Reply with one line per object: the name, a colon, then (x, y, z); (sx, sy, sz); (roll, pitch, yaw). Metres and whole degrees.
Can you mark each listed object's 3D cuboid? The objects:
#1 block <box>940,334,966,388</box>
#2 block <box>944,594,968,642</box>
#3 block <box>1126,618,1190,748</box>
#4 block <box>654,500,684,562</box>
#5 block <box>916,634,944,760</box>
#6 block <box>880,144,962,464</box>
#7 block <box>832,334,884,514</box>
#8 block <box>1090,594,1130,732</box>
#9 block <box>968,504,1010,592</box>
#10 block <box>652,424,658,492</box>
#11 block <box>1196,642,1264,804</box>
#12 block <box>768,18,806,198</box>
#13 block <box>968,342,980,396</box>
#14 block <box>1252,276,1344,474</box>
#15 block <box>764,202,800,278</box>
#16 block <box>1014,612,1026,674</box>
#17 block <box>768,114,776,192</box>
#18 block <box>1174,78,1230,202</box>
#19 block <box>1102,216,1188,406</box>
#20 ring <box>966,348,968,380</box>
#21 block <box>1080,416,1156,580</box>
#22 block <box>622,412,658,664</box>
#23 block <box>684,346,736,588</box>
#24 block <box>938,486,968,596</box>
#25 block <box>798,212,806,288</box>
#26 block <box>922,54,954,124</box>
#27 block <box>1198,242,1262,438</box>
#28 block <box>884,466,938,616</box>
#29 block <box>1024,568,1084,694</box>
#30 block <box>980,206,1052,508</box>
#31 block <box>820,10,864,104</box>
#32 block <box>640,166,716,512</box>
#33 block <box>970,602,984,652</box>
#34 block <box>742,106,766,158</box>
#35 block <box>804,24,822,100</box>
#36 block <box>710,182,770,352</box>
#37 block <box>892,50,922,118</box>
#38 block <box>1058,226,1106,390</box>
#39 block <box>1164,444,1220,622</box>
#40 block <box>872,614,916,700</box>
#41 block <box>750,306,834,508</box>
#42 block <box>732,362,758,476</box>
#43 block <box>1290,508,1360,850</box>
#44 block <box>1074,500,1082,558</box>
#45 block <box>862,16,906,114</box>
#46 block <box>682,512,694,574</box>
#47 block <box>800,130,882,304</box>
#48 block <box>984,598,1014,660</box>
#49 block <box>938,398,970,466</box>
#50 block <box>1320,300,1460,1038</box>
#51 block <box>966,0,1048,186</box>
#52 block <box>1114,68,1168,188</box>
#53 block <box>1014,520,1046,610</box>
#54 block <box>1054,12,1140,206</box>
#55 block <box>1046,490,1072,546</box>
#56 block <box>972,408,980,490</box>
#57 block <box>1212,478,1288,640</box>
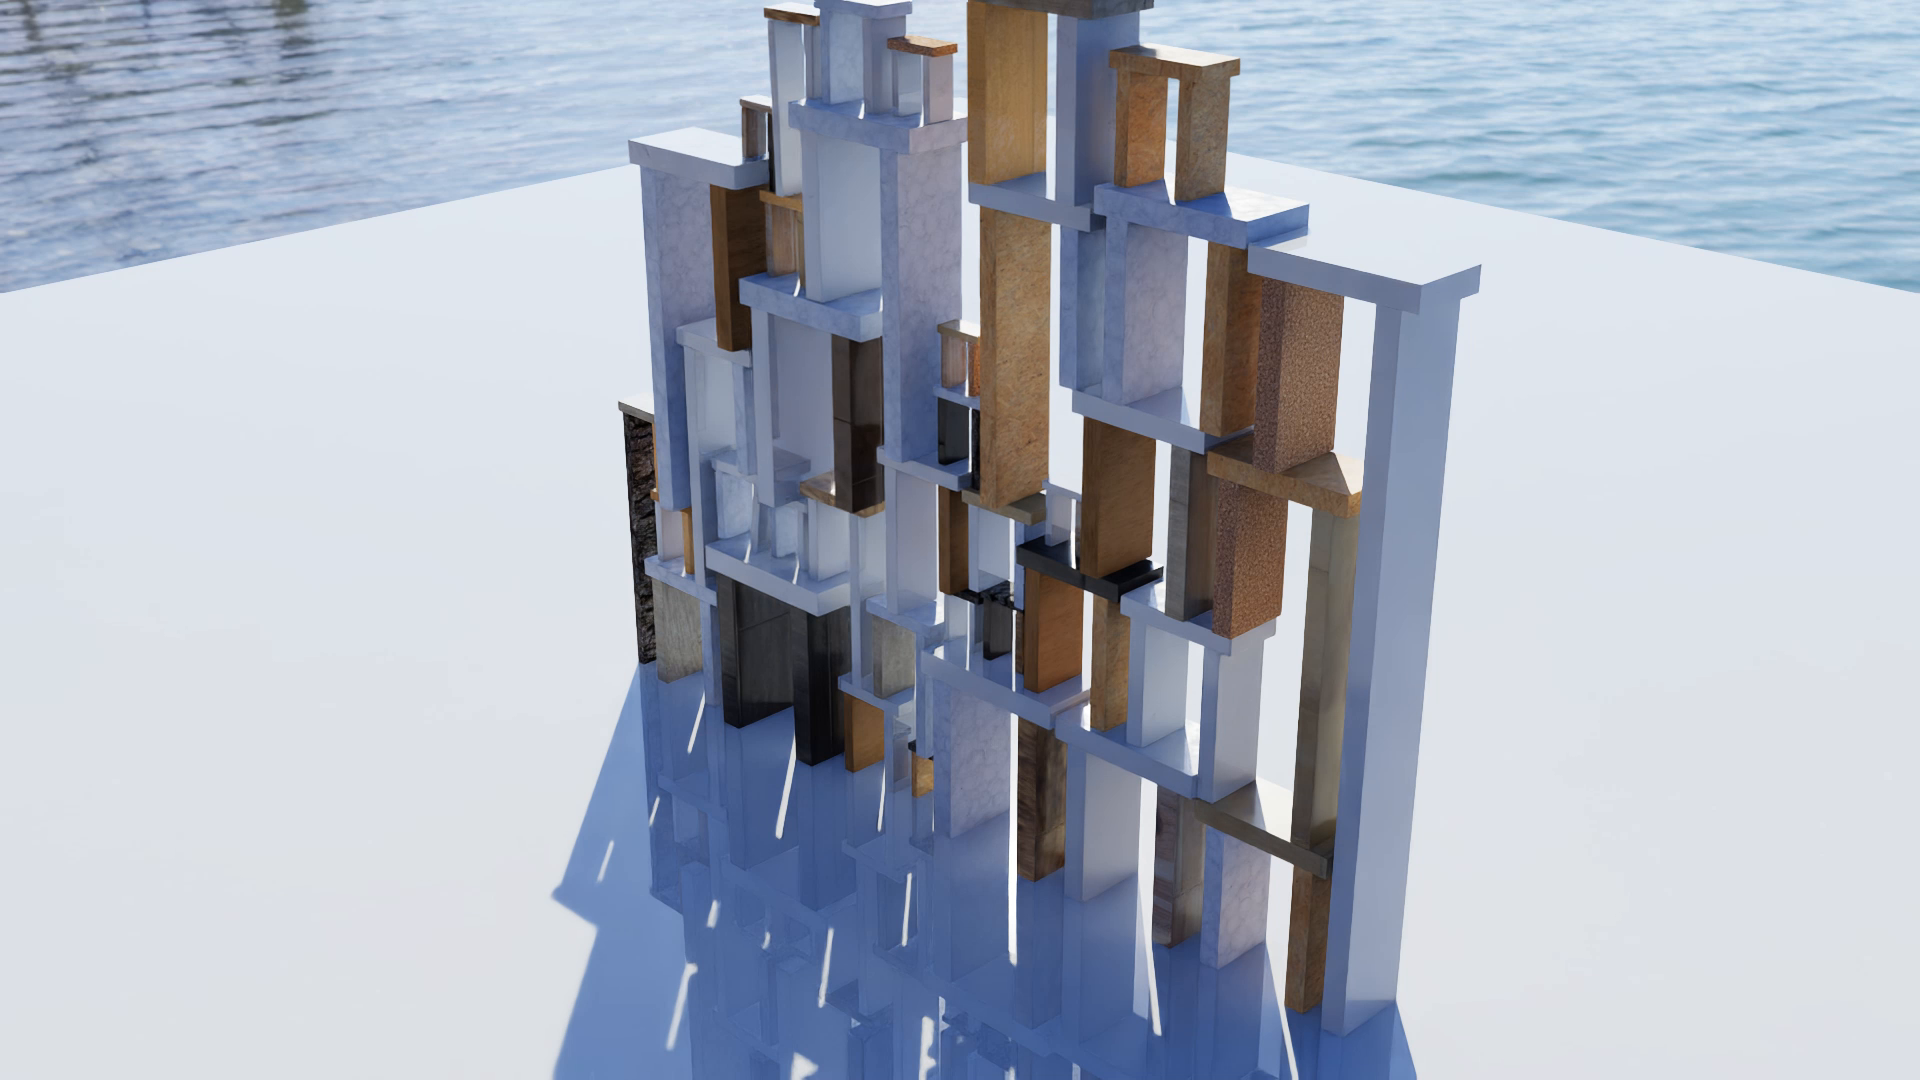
block: (-0.012, -0.339, 4.093); (0.015, 0.104, 0.052); (21, 31, 40)
block: (-0.008, 0.142, 4.295); (0.015, 0.104, 0.052); (21, 31, 40)
block: (0.355, 0.238, 3.937); (0.035, 0.247, 0.124); (21, 31, 41)
block: (-0.642, -0.029, 4.903); (0.072, 0.144, 0.020); (-21, 31, -41)
block: (-0.046, 0.298, 4.402); (0.026, 0.274, 0.092); (21, 31, 41)
block: (-0.070, -0.448, 4.110); (0.046, 0.595, 0.163); (21, 31, 41)
block: (-0.165, -0.248, 4.299); (0.050, 0.356, 0.178); (21, 31, 40)
block: (0.292, 0.205, 3.989); (0.035, 0.266, 0.123); (21, 31, 41)
block: (0.056, 0.003, 4.162); (0.025, 0.175, 0.087); (20, 31, 40)
block: (-0.634, -0.188, 4.838); (0.023, 0.159, 0.080); (21, 31, 41)
block: (0.472, 0.304, 3.839); (0.035, 0.294, 0.124); (21, 31, 41)
block: (-0.328, -0.832, 4.216); (0.020, 0.340, 0.069); (20, 31, 40)
block: (0.038, -0.320, 4.049); (0.015, 0.103, 0.052); (21, 31, 39)
block: (0.543, -0.280, 3.518); (0.045, 0.319, 0.159); (21, 31, 41)
block: (-0.349, -0.601, 4.354); (0.021, 0.149, 0.075); (21, 31, 40)
block: (0.133, 0.186, 4.164); (0.018, 0.127, 0.063); (21, 30, 41)
block: (-0.350, -0.759, 4.284); (0.014, 0.154, 0.050); (21, 31, 40)
block: (0.388, -0.646, 3.524); (0.096, 0.192, 0.027); (-21, 31, -40)
block: (0.314, -0.401, 3.716); (0.160, 0.320, 0.045); (-21, 31, -40)
ring: (-0.021, -0.491, 6.646); (0.225, 0.225, 0.075); (0, 42, 0)
block: (0.280, -0.093, 3.883); (0.148, 0.295, 0.042); (-21, 31, -40)
block: (-0.709, -0.009, 4.996); (0.023, 0.613, 0.080); (21, 31, 41)
block: (-0.523, -0.167, 4.721); (0.120, 0.541, 0.034); (-21, 31, -40)
block: (0.008, -0.014, 4.211); (0.031, 0.220, 0.110); (21, 31, 40)
block: (-0.280, -0.573, 4.289); (0.075, 0.149, 0.021); (-21, 30, -40)
block: (-0.039, -0.809, 3.928); (0.060, 0.120, 0.017); (-21, 31, -40)
block: (0.464, -0.342, 3.576); (0.160, 0.319, 0.045); (-21, 31, -40)
block: (-0.096, -0.013, 4.323); (0.031, 0.309, 0.110); (21, 31, 41)
block: (0.176, 0.151, 4.092); (0.035, 0.247, 0.123); (21, 31, 41)
block: (0.100, -0.339, 3.967); (0.040, 0.559, 0.142); (21, 31, 41)
block: (-0.218, -0.900, 4.076); (0.086, 0.172, 0.024); (-21, 31, -41)
block: (-0.575, -0.435, 4.663); (0.169, 0.749, 0.048); (-21, 31, -41)
block: (0.041, 0.161, 4.250); (0.015, 0.104, 0.052); (21, 31, 41)
block: (-0.405, -0.804, 4.316); (0.050, 0.101, 0.014); (-20, 31, -39)
block: (-0.258, -0.900, 4.120); (0.069, 0.138, 0.020); (-22, 31, -40)
block: (-0.416, -0.564, 4.437); (0.169, 0.338, 0.048); (-21, 31, -40)
block: (-0.096, -0.831, 3.980); (0.060, 0.120, 0.017); (-21, 31, -40)
block: (0.234, -0.413, 3.789); (0.142, 0.284, 0.040); (-21, 30, -41)
block: (0.419, -0.029, 3.758); (0.042, 0.314, 0.148); (21, 31, 41)
block: (-0.134, 0.223, 4.464); (0.092, 0.184, 0.026); (-21, 31, -40)
block: (-0.332, -0.287, 4.467); (0.050, 0.415, 0.178); (21, 31, 40)
block: (-0.409, -0.264, 4.559); (0.120, 0.240, 0.034); (-21, 30, -40)
block: (0.623, 0.216, 3.641); (0.040, 0.610, 0.141); (21, 31, 41)
block: (0.231, -0.027, 3.969); (0.015, 0.108, 0.054); (21, 31, 40)
block: (-0.137, -0.868, 4.001); (0.086, 0.172, 0.024); (-21, 31, -41)
block: (-0.574, -0.002, 4.840); (0.072, 0.144, 0.020); (-21, 31, -41)
block: (-0.222, -0.631, 4.199); (0.046, 0.327, 0.163); (21, 31, 41)
block: (0.073, 0.162, 4.219); (0.063, 0.127, 0.018); (-21, 31, -41)
block: (-0.012, -0.213, 4.148); (0.019, 0.133, 0.067); (21, 31, 41)
block: (0.693, 0.227, 3.570); (0.045, 1.293, 0.159); (21, 31, 41)
block: (0.082, -0.781, 3.793); (0.044, 0.310, 0.155); (21, 31, 41)
block: (0.297, -0.682, 3.608); (0.096, 0.192, 0.027); (-21, 31, -40)
block: (0.139, 0.035, 4.087); (0.025, 0.175, 0.087); (20, 31, 40)
block: (0.228, -0.724, 3.659); (0.155, 0.310, 0.044); (-22, 31, -40)
block: (0.180, -0.047, 4.015); (0.015, 0.108, 0.054); (21, 31, 40)
block: (0.051, -0.176, 4.095); (0.019, 0.159, 0.067); (21, 31, 40)
block: (0.490, 0.013, 3.699); (0.040, 0.282, 0.141); (21, 31, 41)
